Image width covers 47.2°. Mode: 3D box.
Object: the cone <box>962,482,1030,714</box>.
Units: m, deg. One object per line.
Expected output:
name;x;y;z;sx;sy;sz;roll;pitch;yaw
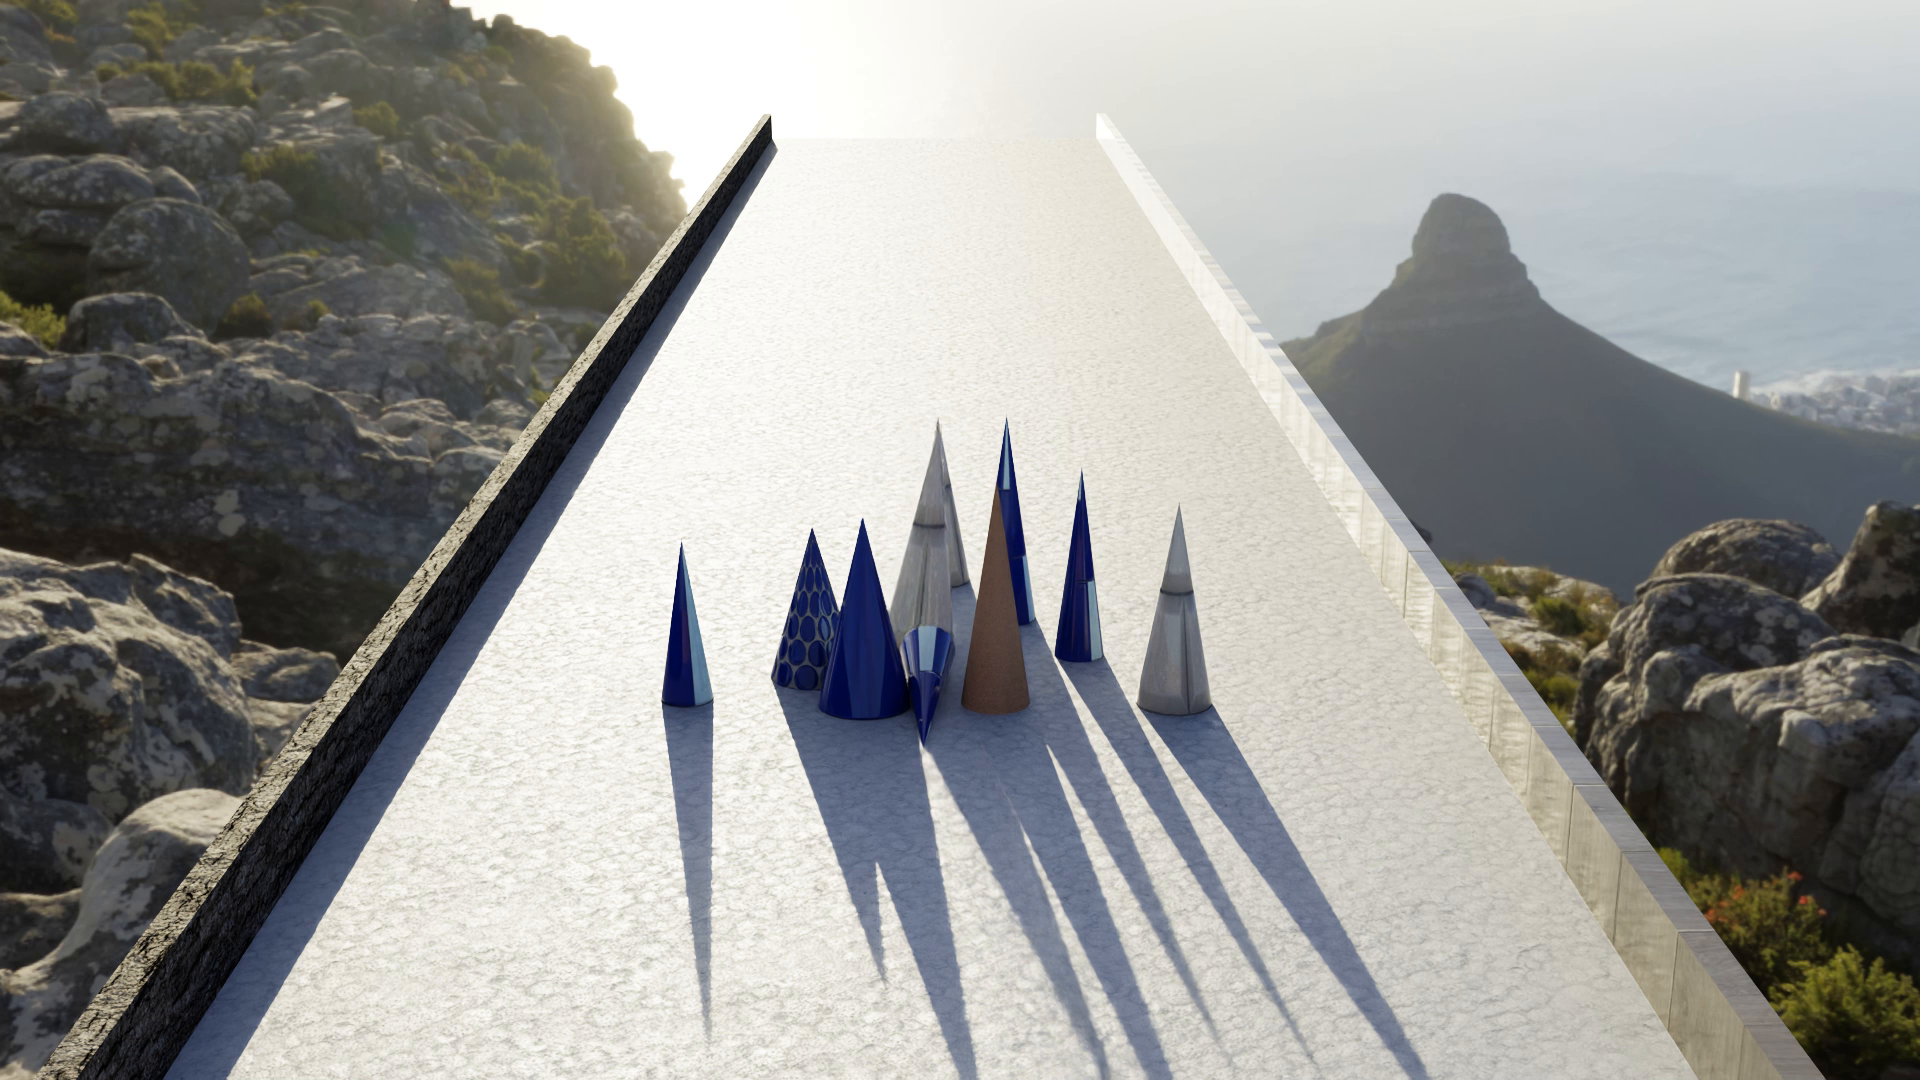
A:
cone;0.068;0.097;4.126;0.132;0.441;0.132;0;17;0

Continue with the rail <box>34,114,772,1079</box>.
rail;-1.118;-0.838;7.780;0.050;0.150;12.000;0;17;-1

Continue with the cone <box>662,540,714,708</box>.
cone;-0.521;0.149;4.160;0.101;0.323;0.101;0;17;0

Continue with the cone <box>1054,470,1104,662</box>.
cone;0.240;0.041;4.394;0.102;0.396;0.102;0;17;0

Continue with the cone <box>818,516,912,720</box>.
cone;-0.181;0.133;4.126;0.179;0.373;0.179;0;17;0

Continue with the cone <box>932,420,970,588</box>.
cone;-0.048;-0.092;4.875;0.141;0.376;0.141;0;17;0

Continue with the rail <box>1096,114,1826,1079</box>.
rail;0.932;-0.844;7.801;0.050;0.150;12.000;0;17;-1

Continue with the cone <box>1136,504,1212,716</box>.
cone;0.406;0.119;4.131;0.146;0.397;0.146;0;17;0

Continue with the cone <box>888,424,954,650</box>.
cone;-0.064;-0.009;4.428;0.151;0.455;0.151;6;10;-1

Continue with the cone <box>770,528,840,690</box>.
cone;-0.286;0.119;4.289;0.177;0.307;0.177;0;17;0

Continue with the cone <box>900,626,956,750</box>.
cone;-0.065;0.297;4.132;0.109;0.109;0.388;0;25;0

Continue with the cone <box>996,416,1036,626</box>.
cone;0.097;-0.049;4.613;0.129;0.444;0.129;0;17;0
